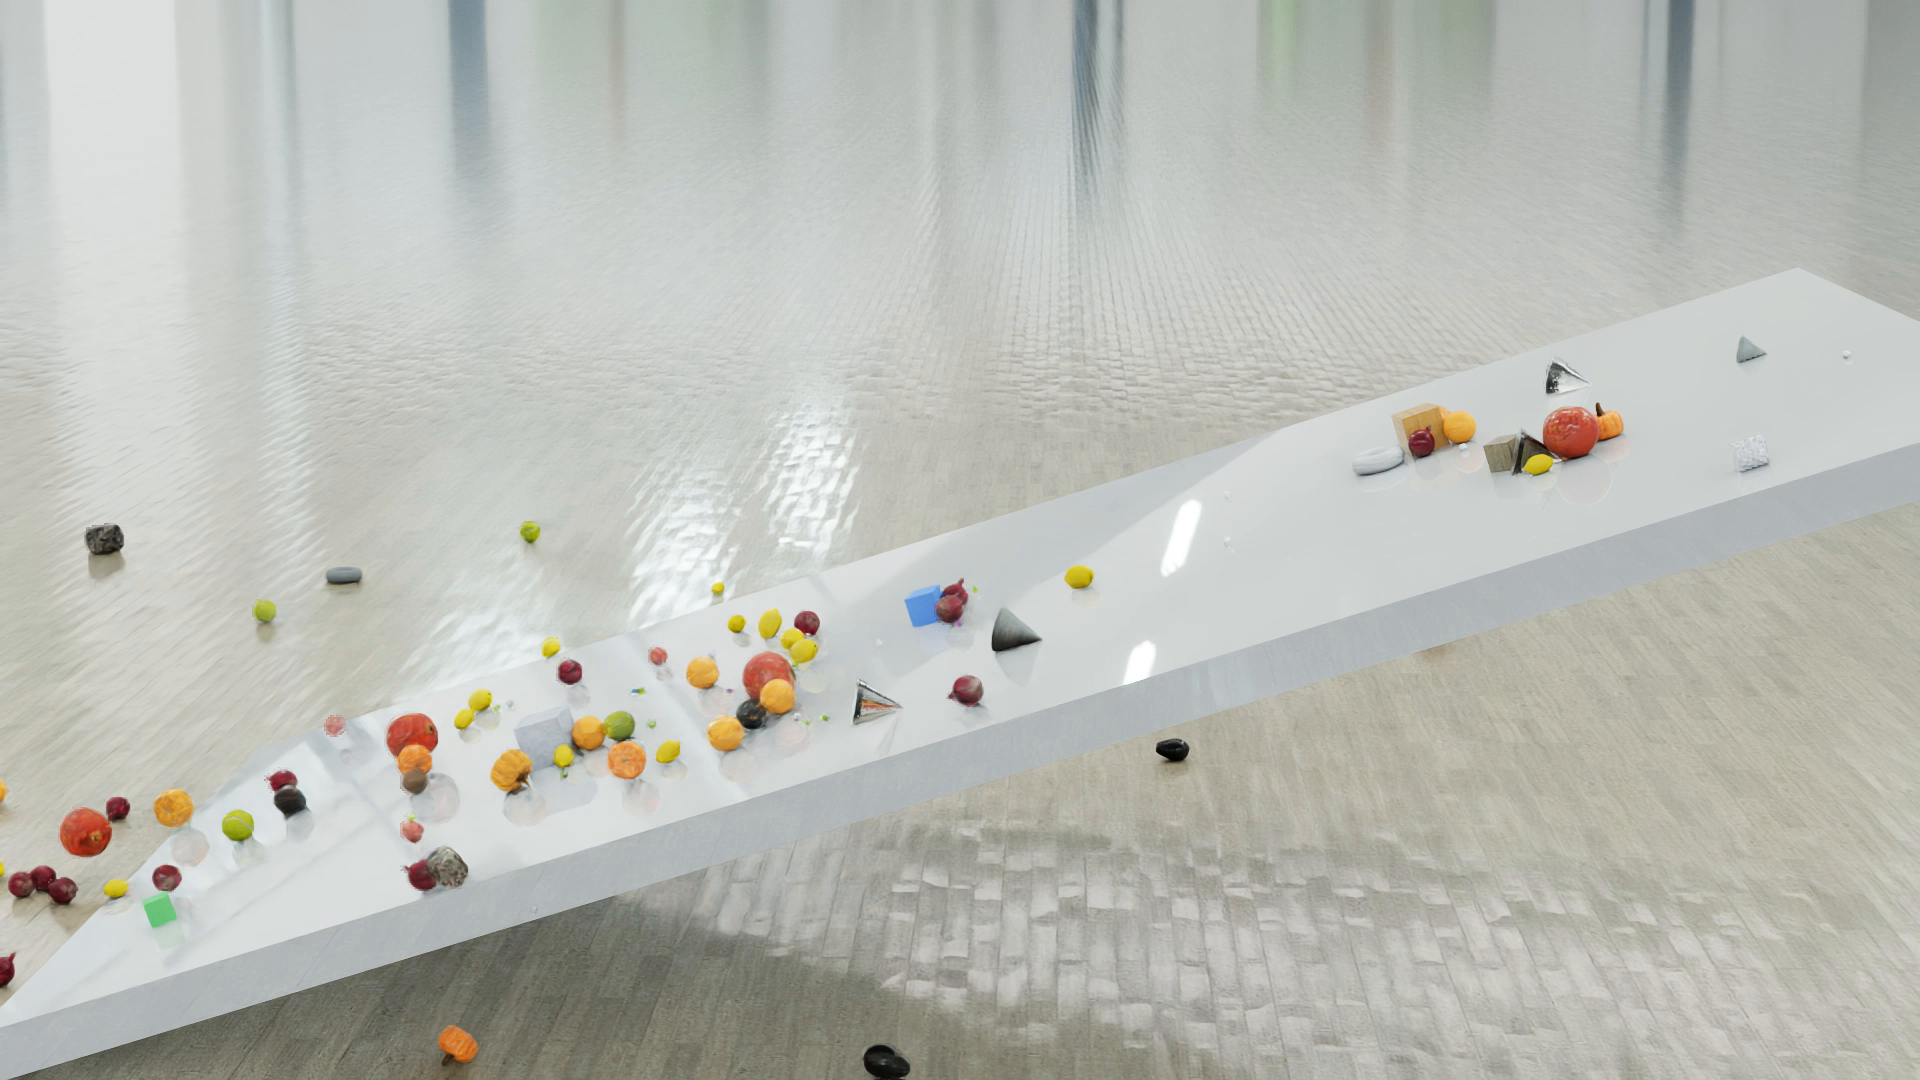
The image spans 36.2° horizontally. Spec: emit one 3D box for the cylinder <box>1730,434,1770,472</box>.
[{"bbox_3d":[1.439,-0.158,5.358,0.054,0.054,0.054,-18,11,2],"label":"cylinder"}]

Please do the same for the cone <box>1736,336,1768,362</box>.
[{"bbox_3d":[1.690,-0.401,6.260,0.059,0.059,0.059,9,12,1],"label":"cone"}]

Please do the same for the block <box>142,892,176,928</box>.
[{"bbox_3d":[-1.611,0.744,5.920,0.051,0.051,0.051,-21,11,-15],"label":"block"}]

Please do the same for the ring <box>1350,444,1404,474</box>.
[{"bbox_3d":[0.908,-0.175,6.392,0.121,0.040,0.121,-17,11,3],"label":"ring"}]

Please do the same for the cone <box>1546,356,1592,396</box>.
[{"bbox_3d":[1.362,-0.355,6.538,0.094,0.094,0.094,16,17,21],"label":"cone"}]

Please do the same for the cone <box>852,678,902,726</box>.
[{"bbox_3d":[-0.155,0.317,5.659,0.096,0.096,0.096,8,11,-5],"label":"cone"}]

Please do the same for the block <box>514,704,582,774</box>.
[{"bbox_3d":[-0.868,0.418,6.198,0.099,0.099,0.099,-17,11,8],"label":"block"}]

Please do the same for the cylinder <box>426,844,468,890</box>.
[{"bbox_3d":[-0.946,0.603,5.427,0.059,0.059,0.059,-8,34,-36],"label":"cylinder"}]

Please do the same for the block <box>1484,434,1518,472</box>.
[{"bbox_3d":[1.114,-0.177,5.997,0.059,0.059,0.059,-7,15,46],"label":"block"}]

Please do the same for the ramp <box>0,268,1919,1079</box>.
[{"bbox_3d":[0.101,0.182,6.310,4.000,0.100,2.000,-17,10,5],"label":"ramp"}]

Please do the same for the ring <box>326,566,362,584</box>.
[{"bbox_3d":[-2.061,0.116,9.845,0.123,0.041,0.123,-1,11,0],"label":"ring"}]

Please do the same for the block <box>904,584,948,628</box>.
[{"bbox_3d":[-0.072,0.143,6.353,0.066,0.066,0.066,-15,11,16],"label":"block"}]

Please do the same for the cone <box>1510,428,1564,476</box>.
[{"bbox_3d":[1.166,-0.169,5.907,0.100,0.100,0.100,10,13,5],"label":"cone"}]

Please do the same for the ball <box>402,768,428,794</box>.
[{"bbox_3d":[-1.171,0.518,6.321,0.055,0.055,0.055,0,12,0],"label":"ball"}]

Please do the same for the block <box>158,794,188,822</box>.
[{"bbox_3d":[-1.921,0.656,7.179,0.053,0.053,0.053,1,12,7],"label":"block"}]

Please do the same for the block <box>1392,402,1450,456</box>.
[{"bbox_3d":[1.007,-0.242,6.436,0.087,0.087,0.087,-19,10,-4],"label":"block"}]
